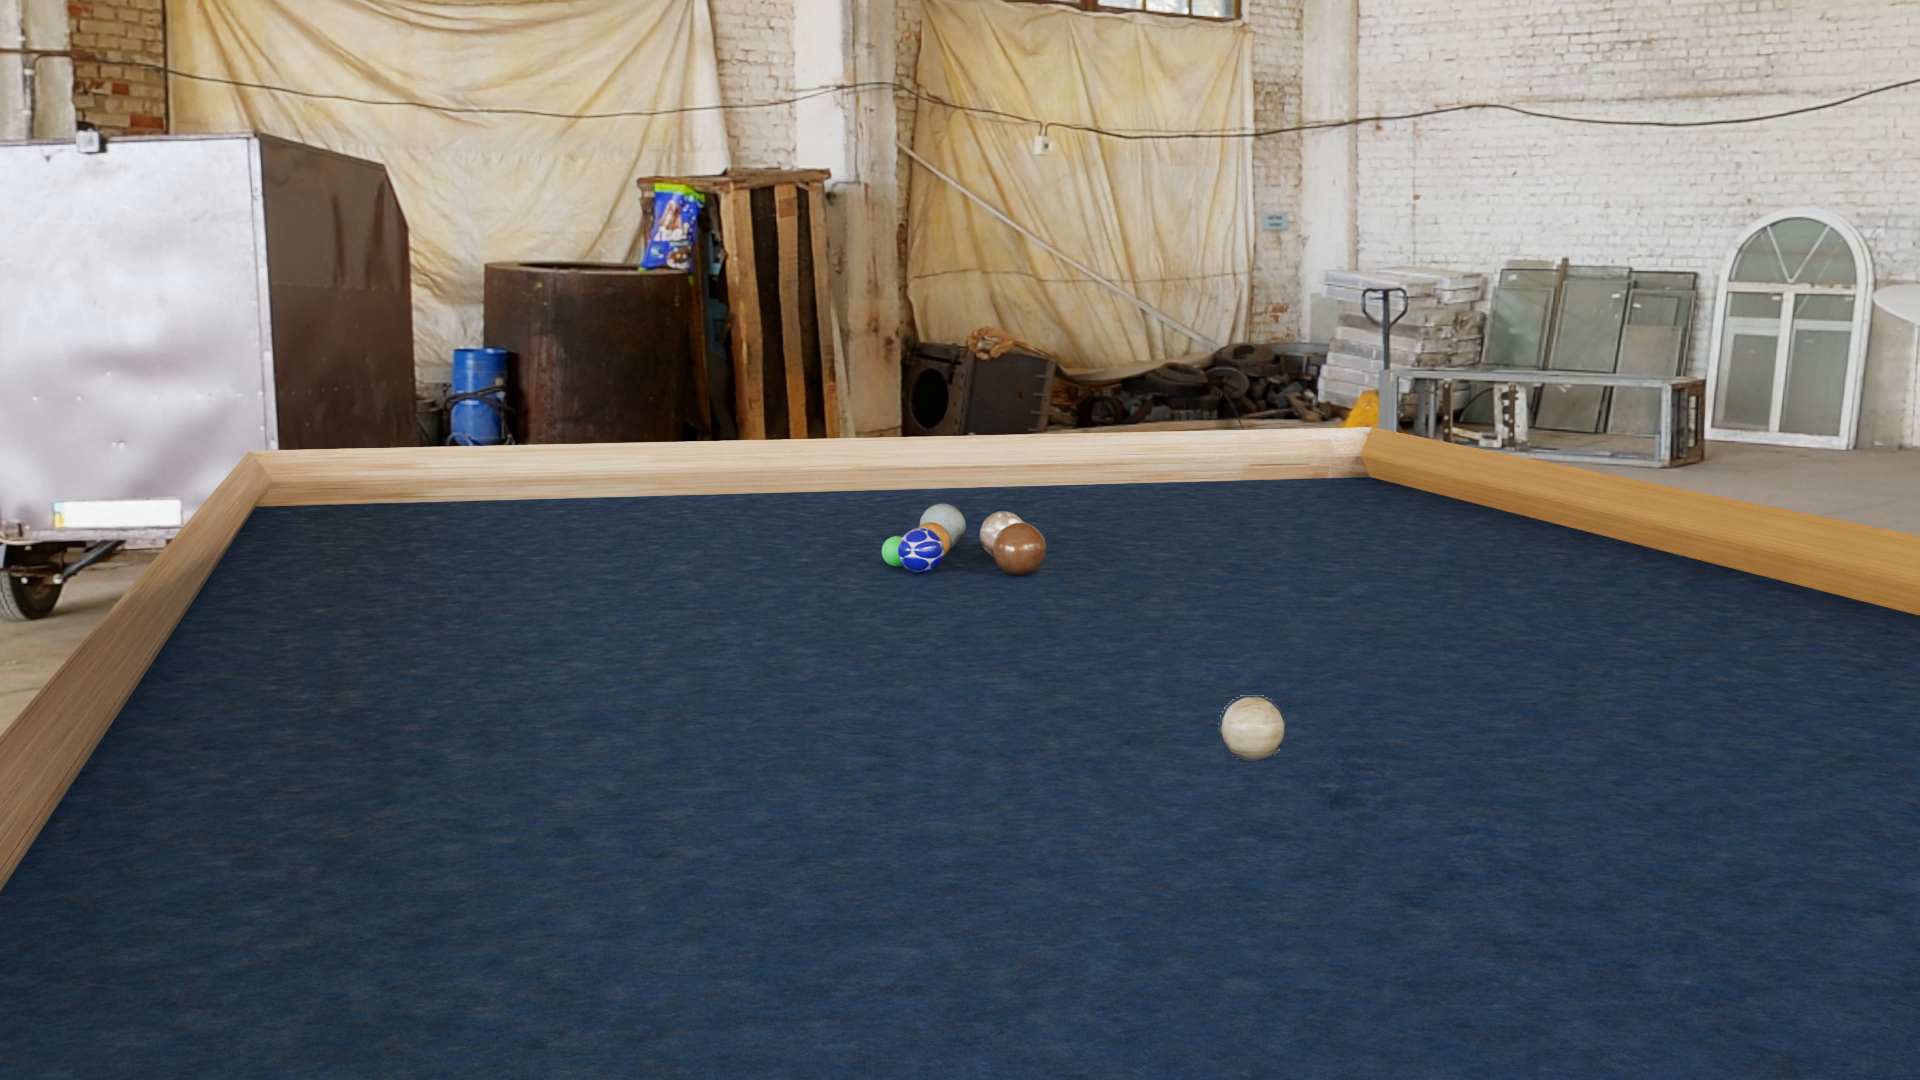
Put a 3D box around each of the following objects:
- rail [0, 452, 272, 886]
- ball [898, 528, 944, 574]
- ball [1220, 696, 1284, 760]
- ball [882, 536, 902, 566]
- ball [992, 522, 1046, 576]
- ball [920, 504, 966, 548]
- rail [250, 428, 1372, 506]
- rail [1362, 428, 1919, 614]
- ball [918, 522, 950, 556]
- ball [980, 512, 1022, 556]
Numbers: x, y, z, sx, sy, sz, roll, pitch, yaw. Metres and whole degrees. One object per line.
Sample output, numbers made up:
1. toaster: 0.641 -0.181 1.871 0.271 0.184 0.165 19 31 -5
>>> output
1. rail: -0.895 0.156 2.318 0.045 0.110 4.233 -2 8 -13
2. ball: -0.062 0.017 3.480 0.073 0.073 0.073 0 8 0
3. ball: 0.297 0.192 2.233 0.064 0.064 0.064 0 8 0
4. ball: -0.102 0.018 3.558 0.049 0.049 0.049 0 8 0
5. ball: 0.094 0.015 3.457 0.084 0.084 0.084 0 8 0
6. ball: -0.030 -0.023 3.747 0.079 0.079 0.079 0 8 0
7. rail: -0.239 -0.156 4.604 2.389 0.110 0.045 -2 8 -13
8. rail: 1.384 0.083 2.855 0.045 0.110 4.233 -2 8 -13
9. ball: -0.048 0.004 3.609 0.065 0.065 0.065 0 8 0
10. ball: 0.072 -0.008 3.644 0.079 0.079 0.079 0 8 0
